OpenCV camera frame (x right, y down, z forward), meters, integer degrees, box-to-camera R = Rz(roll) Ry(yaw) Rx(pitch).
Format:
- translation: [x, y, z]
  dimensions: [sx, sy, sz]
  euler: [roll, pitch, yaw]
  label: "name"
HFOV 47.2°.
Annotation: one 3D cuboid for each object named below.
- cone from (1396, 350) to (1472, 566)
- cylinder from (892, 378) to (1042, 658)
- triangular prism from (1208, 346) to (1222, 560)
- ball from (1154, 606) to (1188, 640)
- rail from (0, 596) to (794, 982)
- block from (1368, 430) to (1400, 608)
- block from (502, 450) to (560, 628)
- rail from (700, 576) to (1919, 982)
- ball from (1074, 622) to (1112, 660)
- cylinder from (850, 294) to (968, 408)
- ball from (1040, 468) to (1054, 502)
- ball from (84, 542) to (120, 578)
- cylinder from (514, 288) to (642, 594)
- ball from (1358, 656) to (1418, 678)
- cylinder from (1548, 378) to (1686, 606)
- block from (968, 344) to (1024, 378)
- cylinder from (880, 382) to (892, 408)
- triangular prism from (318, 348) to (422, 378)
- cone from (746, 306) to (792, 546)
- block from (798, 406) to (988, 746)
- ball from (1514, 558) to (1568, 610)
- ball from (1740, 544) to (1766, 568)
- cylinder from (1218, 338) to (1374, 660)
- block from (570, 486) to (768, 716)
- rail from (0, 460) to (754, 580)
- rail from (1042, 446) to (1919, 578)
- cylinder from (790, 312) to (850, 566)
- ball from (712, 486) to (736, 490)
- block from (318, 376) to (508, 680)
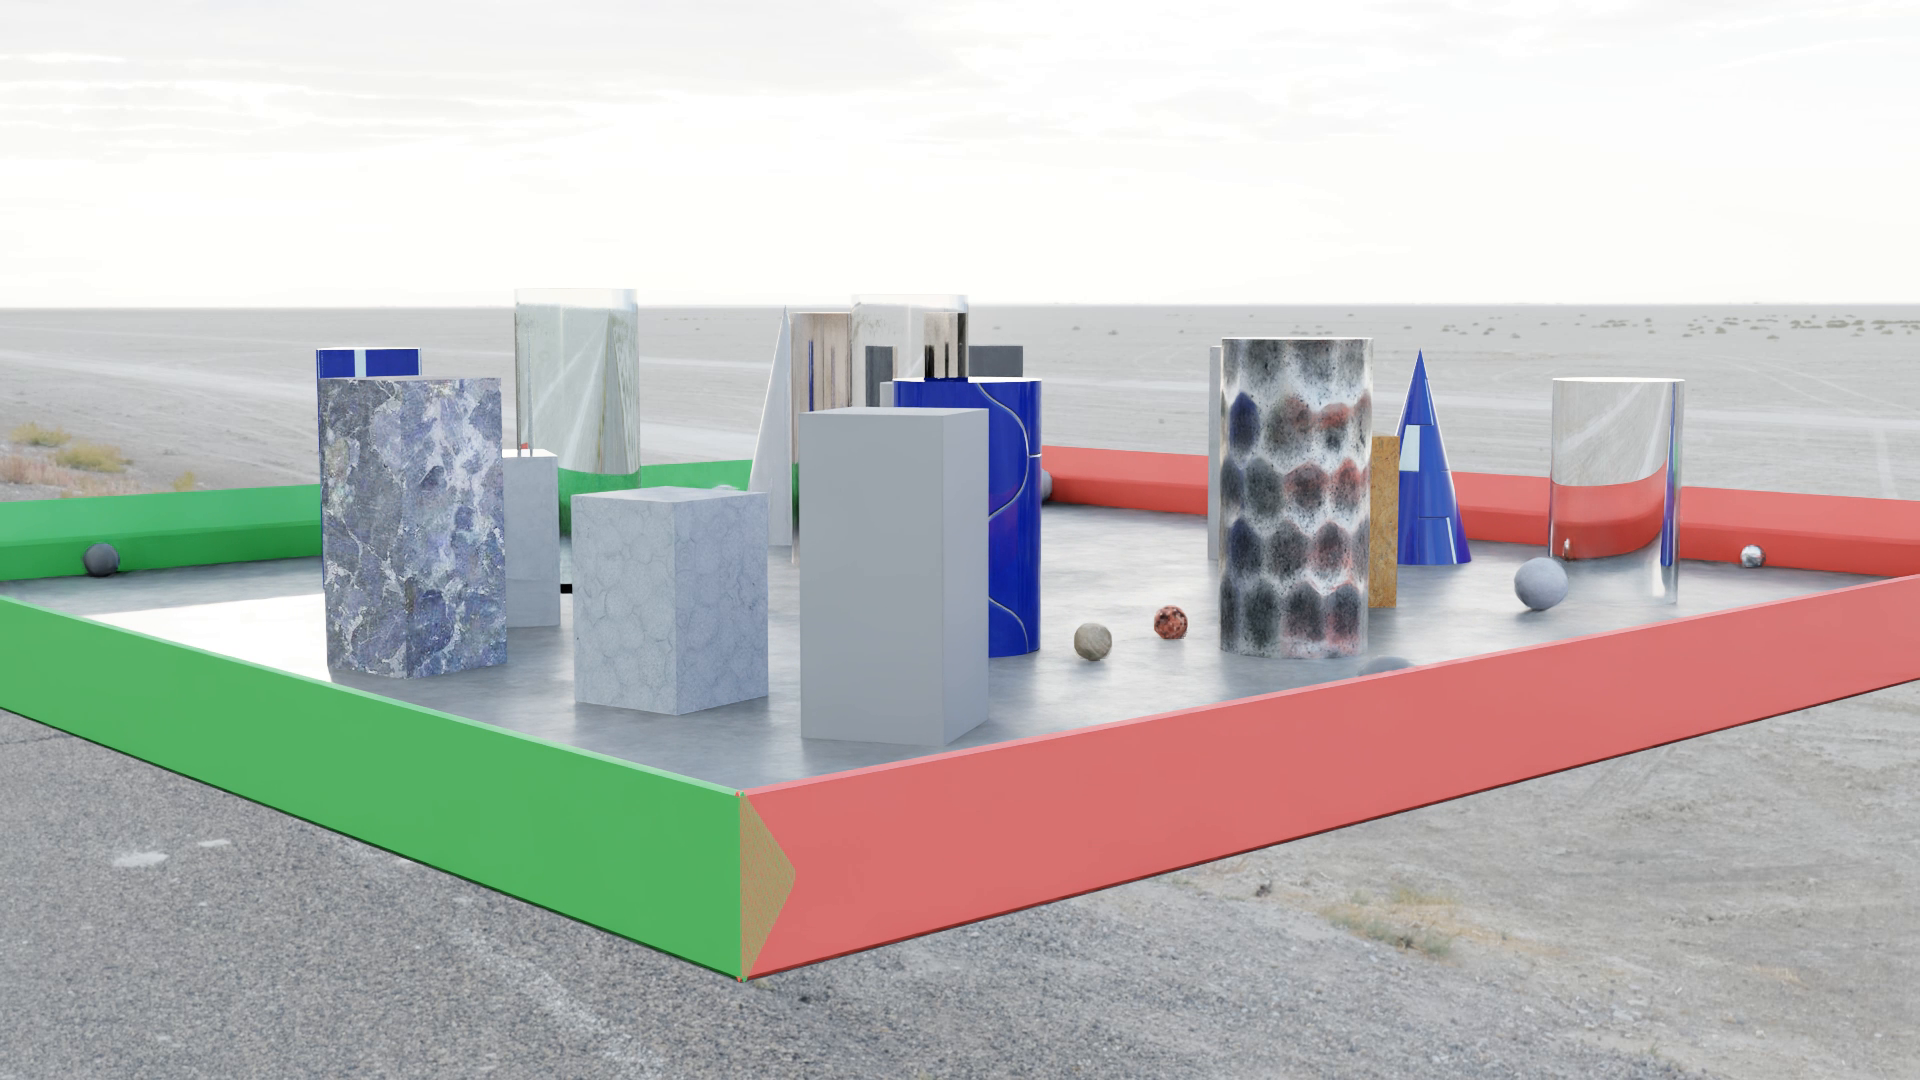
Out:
- translation: [0.818, -0.155, 3.927]
  dimensions: [0.196, 0.379, 0.196]
  euler: [0, 6, 0]
  label: "cone"
- translation: [0.009, -0.034, 2.899]
  dimensions: [0.196, 0.354, 0.196]
  euler: [0, 6, 0]
  label: "cylinder"
- translation: [0.556, -0.154, 3.920]
  dimensions: [0.147, 0.380, 0.170]
  euler: [-5, 8, -37]
  label: "triangular prism"
- translation: [0.285, 0.112, 2.976]
  dimensions: [0.047, 0.047, 0.047]
  euler: [0, 6, 0]
  label: "ball"
- translation: [-1.003, 0.129, 2.412]
  dimensions: [0.045, 0.127, 2.582]
  euler: [-5, 8, -42]
  label: "rail"
- translation: [0.573, -0.034, 3.366]
  dimensions: [0.157, 0.257, 0.157]
  euler: [0, 6, -4]
  label: "block"
- translation: [-0.665, -0.004, 3.156]
  dimensions: [0.157, 0.240, 0.157]
  euler: [-2, 6, -18]
  label: "block"
- translation: [0.859, 0.130, 2.406]
  dimensions: [2.777, 0.127, 0.045]
  euler: [-5, 8, -42]
  label: "rail"
- translation: [0.169, 0.129, 2.801]
  dimensions: [0.050, 0.050, 0.050]
  euler: [0, 6, 0]
  label: "ball"
- translation: [-0.083, -0.172, 3.659]
  dimensions: [0.196, 0.470, 0.196]
  euler: [0, 6, 0]
  label: "cylinder"
- translation: [0.171, -0.126, 5.061]
  dimensions: [0.086, 0.086, 0.086]
  euler: [0, 6, 0]
  label: "ball"
- translation: [-1.435, 0.033, 3.675]
  dimensions: [0.058, 0.058, 0.058]
  euler: [0, 6, 0]
  label: "ball"
- translation: [-0.613, -0.163, 3.533]
  dimensions: [0.196, 0.478, 0.196]
  euler: [0, 6, 0]
  label: "cylinder"
- translation: [0.459, 0.163, 2.339]
  dimensions: [0.078, 0.078, 0.078]
  euler: [0, 6, 0]
  label: "ball"
- translation: [1.012, -0.079, 3.400]
  dimensions: [0.196, 0.338, 0.196]
  euler: [0, 6, 0]
  label: "cylinder"
- translation: [0.039, -0.175, 4.122]
  dimensions: [0.157, 0.379, 0.157]
  euler: [0, 6, 1]
  label: "block"
- translation: [-0.020, -0.063, 3.251]
  dimensions: [0.196, 0.338, 0.196]
  euler: [0, 6, 0]
  label: "cylinder"
- translation: [-0.988, -0.123, 3.606]
  dimensions: [0.170, 0.383, 0.147]
  euler: [-4, 7, -35]
  label: "triangular prism"
- translation: [-0.336, -0.228, 4.251]
  dimensions: [0.196, 0.457, 0.196]
  euler: [0, 6, 0]
  label: "cone"
- translation: [-0.068, 0.033, 2.332]
  dimensions: [0.157, 0.339, 0.157]
  euler: [2, 6, 18]
  label: "block"
- translation: [0.864, 0.065, 3.273]
  dimensions: [0.078, 0.078, 0.078]
  euler: [0, 6, 0]
  label: "ball"
- translation: [1.373, 0.028, 3.806]
  dimensions: [0.041, 0.041, 0.041]
  euler: [0, 6, 0]
  label: "ball"
- translation: [0.439, -0.060, 2.887]
  dimensions: [0.196, 0.408, 0.196]
  euler: [0, 6, 0]
  label: "cylinder"
- translation: [-0.331, 0.065, 2.521]
  dimensions: [0.157, 0.236, 0.157]
  euler: [4, 7, 35]
  label: "block"
- translation: [-0.859, -0.064, 4.258]
  dimensions: [2.777, 0.127, 0.045]
  euler: [-5, 8, -42]
  label: "rail"
- translation: [1.003, -0.063, 4.252]
  dimensions: [0.045, 0.127, 2.582]
  euler: [-5, 8, -42]
  label: "rail"
- translation: [-0.200, -0.180, 3.876]
  dimensions: [0.196, 0.440, 0.196]
  euler: [0, 6, 0]
  label: "cylinder"
- translation: [-0.479, -0.066, 4.468]
  dimensions: [0.091, 0.091, 0.091]
  euler: [0, 6, 0]
  label: "ball"
- translation: [-0.683, -0.022, 2.750]
  dimensions: [0.157, 0.360, 0.157]
  euler: [5, 8, 37]
  label: "block"
